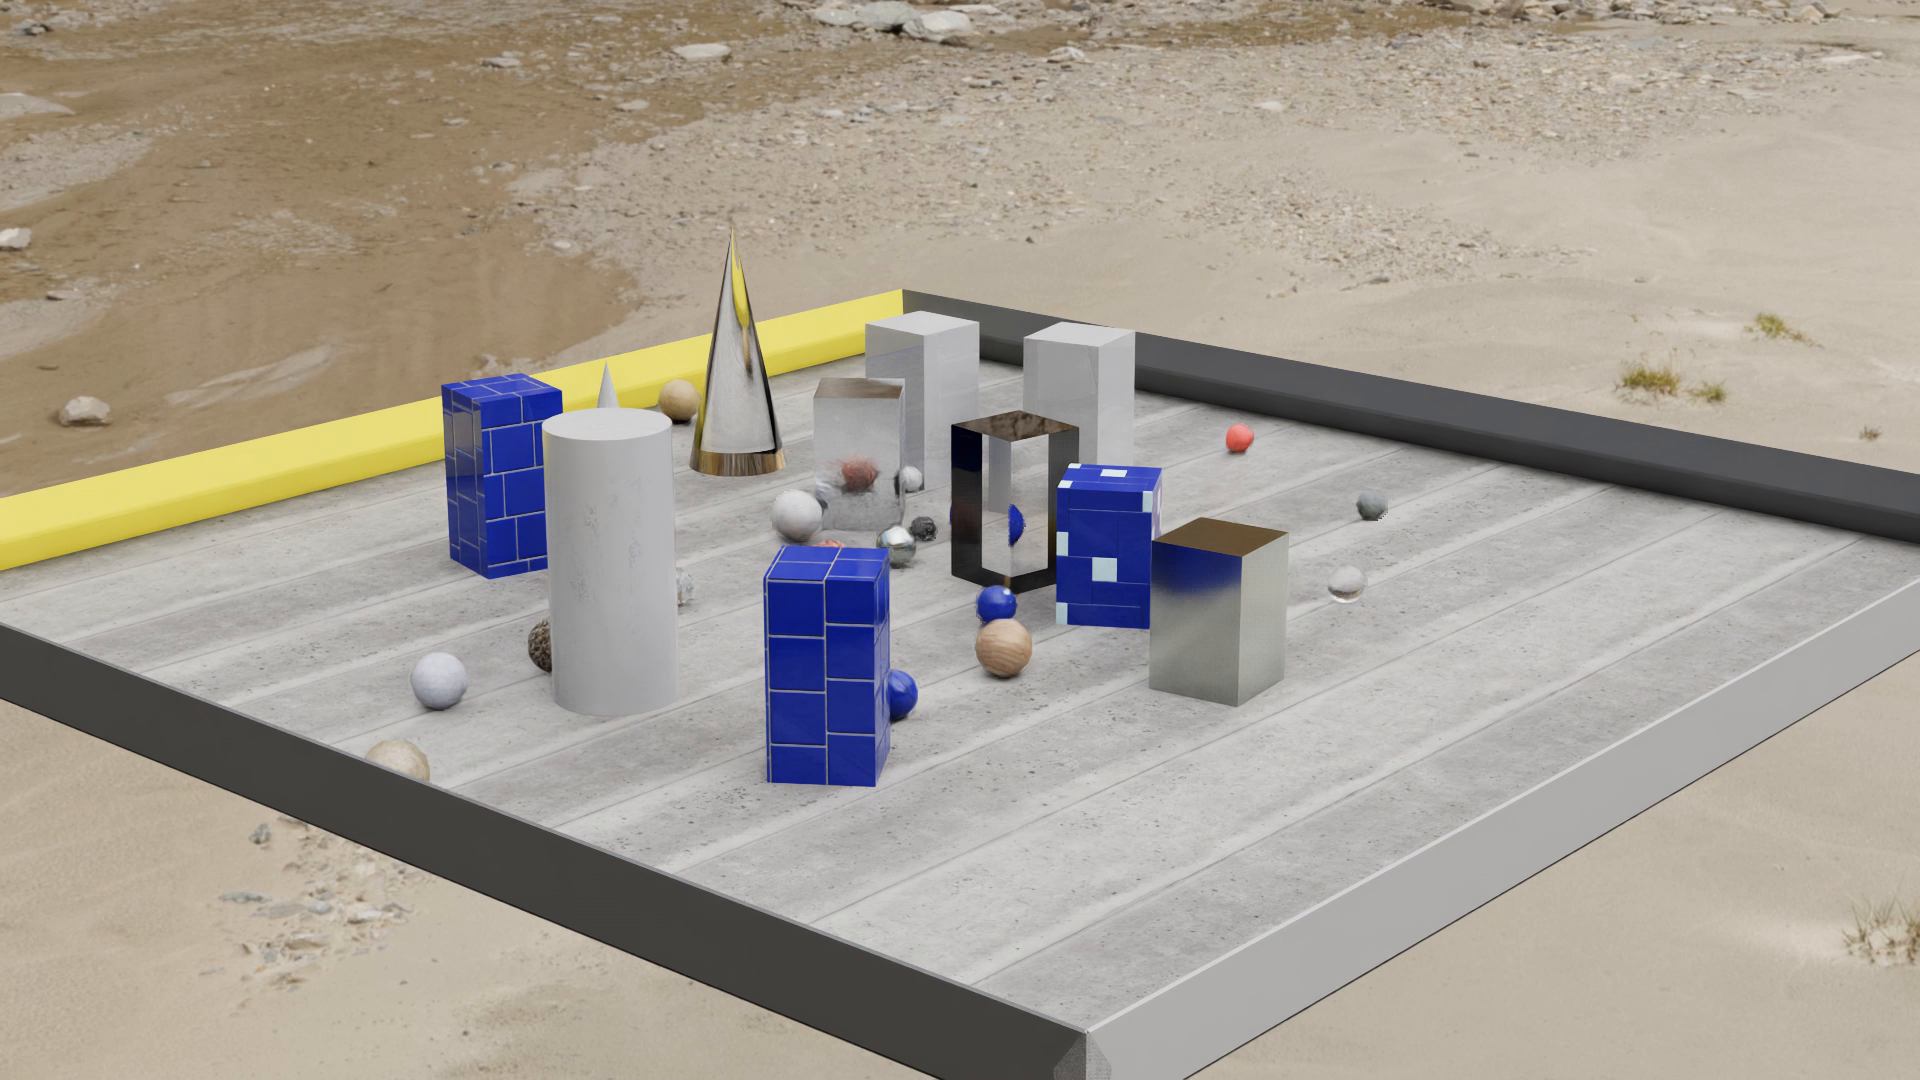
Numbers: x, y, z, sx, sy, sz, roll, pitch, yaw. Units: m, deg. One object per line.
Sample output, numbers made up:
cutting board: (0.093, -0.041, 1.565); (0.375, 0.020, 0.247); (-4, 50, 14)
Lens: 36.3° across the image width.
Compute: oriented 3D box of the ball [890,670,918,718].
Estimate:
ball: (-0.102, 0.238, 4.533); (0.076, 0.076, 0.076); (0, 17, 0)

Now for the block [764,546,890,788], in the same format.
block: (-0.193, 0.184, 4.302); (0.160, 0.314, 0.160); (2, 17, 6)

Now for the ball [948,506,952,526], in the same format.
ball: (0.023, -0.046, 5.457); (0.087, 0.087, 0.087); (0, 17, 0)

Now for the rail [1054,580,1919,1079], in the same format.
rail: (1.038, 0.292, 4.257); (0.045, 0.130, 2.797); (14, 22, 39)

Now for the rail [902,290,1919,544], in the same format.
rail: (0.901, -0.267, 6.114); (2.796, 0.130, 0.045); (14, 22, 39)

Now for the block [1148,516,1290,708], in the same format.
block: (0.411, 0.112, 4.657); (0.160, 0.246, 0.160); (11, 20, 32)

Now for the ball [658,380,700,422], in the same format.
ball: (-0.602, -0.299, 6.292); (0.090, 0.090, 0.090); (0, 17, 0)

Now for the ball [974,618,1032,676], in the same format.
ball: (0.070, 0.173, 4.720); (0.094, 0.094, 0.094); (0, 17, 0)

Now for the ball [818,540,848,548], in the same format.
ball: (-0.229, 0.035, 5.212); (0.073, 0.073, 0.073); (0, 17, 0)

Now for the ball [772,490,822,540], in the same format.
ball: (-0.301, -0.045, 5.444); (0.093, 0.093, 0.093); (0, 17, 0)

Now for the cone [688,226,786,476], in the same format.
cone: (-0.452, -0.392, 5.902); (0.200, 0.493, 0.200); (0, 17, 0)

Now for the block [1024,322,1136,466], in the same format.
block: (0.230, -0.238, 5.676); (0.160, 0.329, 0.160); (9, 19, 27)

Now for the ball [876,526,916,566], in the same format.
ball: (-0.115, 0.011, 5.291); (0.074, 0.074, 0.074); (0, 17, 0)

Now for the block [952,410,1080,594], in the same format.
block: (0.097, -0.068, 5.198); (0.160, 0.278, 0.160); (-14, 22, -39)

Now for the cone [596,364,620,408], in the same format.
cone: (-0.607, -0.108, 5.087); (0.200, 0.420, 0.200); (0, 17, 0)

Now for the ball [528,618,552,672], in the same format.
ball: (-0.652, 0.169, 4.735); (0.092, 0.092, 0.092); (0, 17, 0)

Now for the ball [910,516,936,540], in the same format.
ball: (-0.069, -0.022, 5.447); (0.046, 0.046, 0.046); (0, 17, 0)

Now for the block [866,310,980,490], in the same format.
block: (-0.075, -0.280, 5.843); (0.160, 0.313, 0.160); (15, 22, 40)

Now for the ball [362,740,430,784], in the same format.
ball: (-0.805, 0.334, 4.175); (0.100, 0.100, 0.100); (0, 17, 0)

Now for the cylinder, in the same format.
cylinder: (-0.544, 0.033, 4.580); (0.200, 0.443, 0.200); (0, 17, 0)

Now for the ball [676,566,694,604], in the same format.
ball: (-0.493, 0.079, 5.079); (0.066, 0.066, 0.066); (0, 17, 0)

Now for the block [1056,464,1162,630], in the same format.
block: (0.255, 0.009, 5.009); (0.160, 0.240, 0.160); (3, 17, 9)

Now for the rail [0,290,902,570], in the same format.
rail: (-1.038, -0.227, 5.982); (0.045, 0.130, 2.797); (14, 22, 39)

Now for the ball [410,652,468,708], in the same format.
ball: (-0.813, 0.219, 4.577); (0.088, 0.088, 0.088); (0, 17, 0)

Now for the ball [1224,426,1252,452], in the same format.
ball: (0.575, -0.209, 6.053); (0.056, 0.056, 0.056); (0, 17, 0)

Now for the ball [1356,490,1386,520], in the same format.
ball: (0.783, -0.067, 5.583); (0.055, 0.055, 0.055); (0, 17, 0)

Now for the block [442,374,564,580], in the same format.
block: (-0.819, -0.117, 5.281); (0.160, 0.325, 0.160); (-11, 20, -33)

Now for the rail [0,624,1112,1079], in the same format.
rail: (-0.901, 0.332, 4.126); (2.796, 0.130, 0.045); (14, 22, 39)

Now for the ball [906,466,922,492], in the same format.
ball: (-0.099, -0.120, 5.765); (0.051, 0.051, 0.051); (0, 17, 0)

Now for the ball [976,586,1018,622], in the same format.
ball: (0.063, 0.111, 4.970); (0.069, 0.069, 0.069); (0, 17, 0)

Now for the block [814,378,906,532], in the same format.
block: (-0.189, -0.163, 5.551); (0.160, 0.257, 0.160); (1, 17, 3)

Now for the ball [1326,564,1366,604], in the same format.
ball: (0.670, 0.076, 5.087); (0.068, 0.068, 0.068); (0, 17, 0)
